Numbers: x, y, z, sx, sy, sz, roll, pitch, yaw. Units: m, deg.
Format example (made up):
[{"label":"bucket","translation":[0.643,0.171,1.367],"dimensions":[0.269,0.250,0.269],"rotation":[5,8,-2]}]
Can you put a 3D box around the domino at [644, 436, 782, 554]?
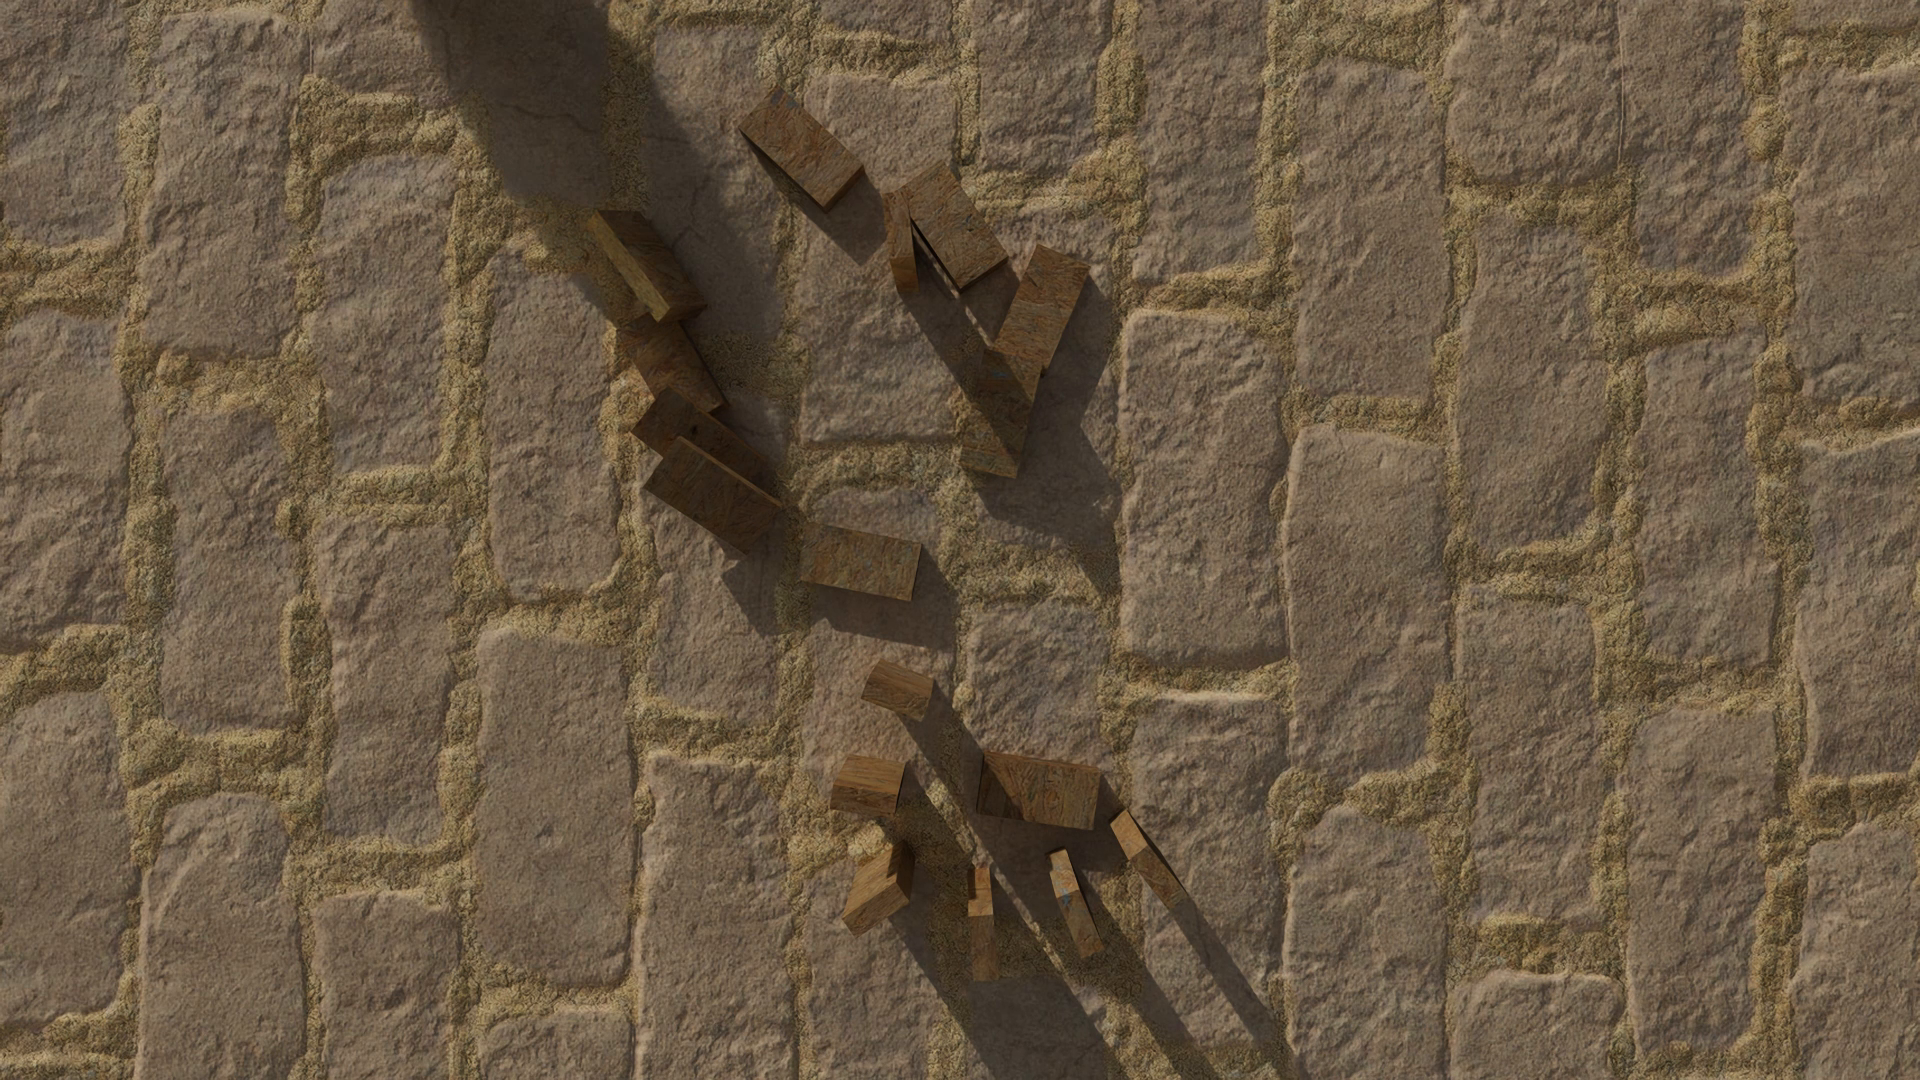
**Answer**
[{"label":"domino","translation":[-0.103,-0.019,0.384],"dimensions":[0.050,0.009,0.025],"rotation":[35,96,-13]}]

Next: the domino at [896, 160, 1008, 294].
[{"label":"domino","translation":[-0.004,-0.135,0.395],"dimensions":[0.025,0.010,0.050],"rotation":[-34,90,0]}]

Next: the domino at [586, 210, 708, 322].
[{"label":"domino","translation":[-0.132,-0.116,0.387],"dimensions":[0.009,0.025,0.050],"rotation":[-37,90,29]}]

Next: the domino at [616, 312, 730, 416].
[{"label":"domino","translation":[-0.124,-0.074,0.395],"dimensions":[0.025,0.010,0.050],"rotation":[-30,90,0]}]

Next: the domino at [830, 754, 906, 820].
[{"label":"domino","translation":[-0.037,0.100,0.375],"dimensions":[0.025,0.050,0.009],"rotation":[9,90,0]}]

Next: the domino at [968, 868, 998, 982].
[{"label":"domino","translation":[0.009,0.156,0.375],"dimensions":[0.010,0.050,0.025],"rotation":[-5,90,0]}]

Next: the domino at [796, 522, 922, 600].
[{"label":"domino","translation":[-0.043,0.009,0.395],"dimensions":[0.050,0.009,0.025],"rotation":[11,90,0]}]

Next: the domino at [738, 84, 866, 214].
[{"label":"domino","translation":[-0.068,-0.168,0.395],"dimensions":[0.050,0.010,0.025],"rotation":[43,90,0]}]

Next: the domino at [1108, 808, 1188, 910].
[{"label":"domino","translation":[0.076,0.129,0.375],"dimensions":[0.009,0.050,0.025],"rotation":[-39,90,0]}]

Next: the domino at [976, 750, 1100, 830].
[{"label":"domino","translation":[0.034,0.108,0.395],"dimensions":[0.050,0.010,0.025],"rotation":[8,90,0]}]

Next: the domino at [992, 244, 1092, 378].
[{"label":"domino","translation":[0.035,-0.099,0.395],"dimensions":[0.025,0.010,0.050],"rotation":[23,90,0]}]

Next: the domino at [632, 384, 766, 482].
[{"label":"domino","translation":[-0.110,-0.040,0.389],"dimensions":[0.050,0.010,0.025],"rotation":[39,95,-14]}]

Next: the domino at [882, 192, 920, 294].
[{"label":"domino","translation":[-0.024,-0.120,0.375],"dimensions":[0.009,0.050,0.025],"rotation":[-7,90,0]}]

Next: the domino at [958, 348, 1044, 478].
[{"label":"domino","translation":[0.017,-0.054,0.390],"dimensions":[0.025,0.009,0.050],"rotation":[13,101,2]}]

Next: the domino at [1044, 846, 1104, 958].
[{"label":"domino","translation":[0.046,0.147,0.375],"dimensions":[0.009,0.050,0.025],"rotation":[-23,90,0]}]

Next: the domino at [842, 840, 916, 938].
[{"label":"domino","translation":[-0.032,0.142,0.375],"dimensions":[0.025,0.050,0.010],"rotation":[-34,90,0]}]

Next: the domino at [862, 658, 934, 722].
[{"label":"domino","translation":[-0.025,0.061,0.375],"dimensions":[0.025,0.050,0.010],"rotation":[21,90,0]}]
